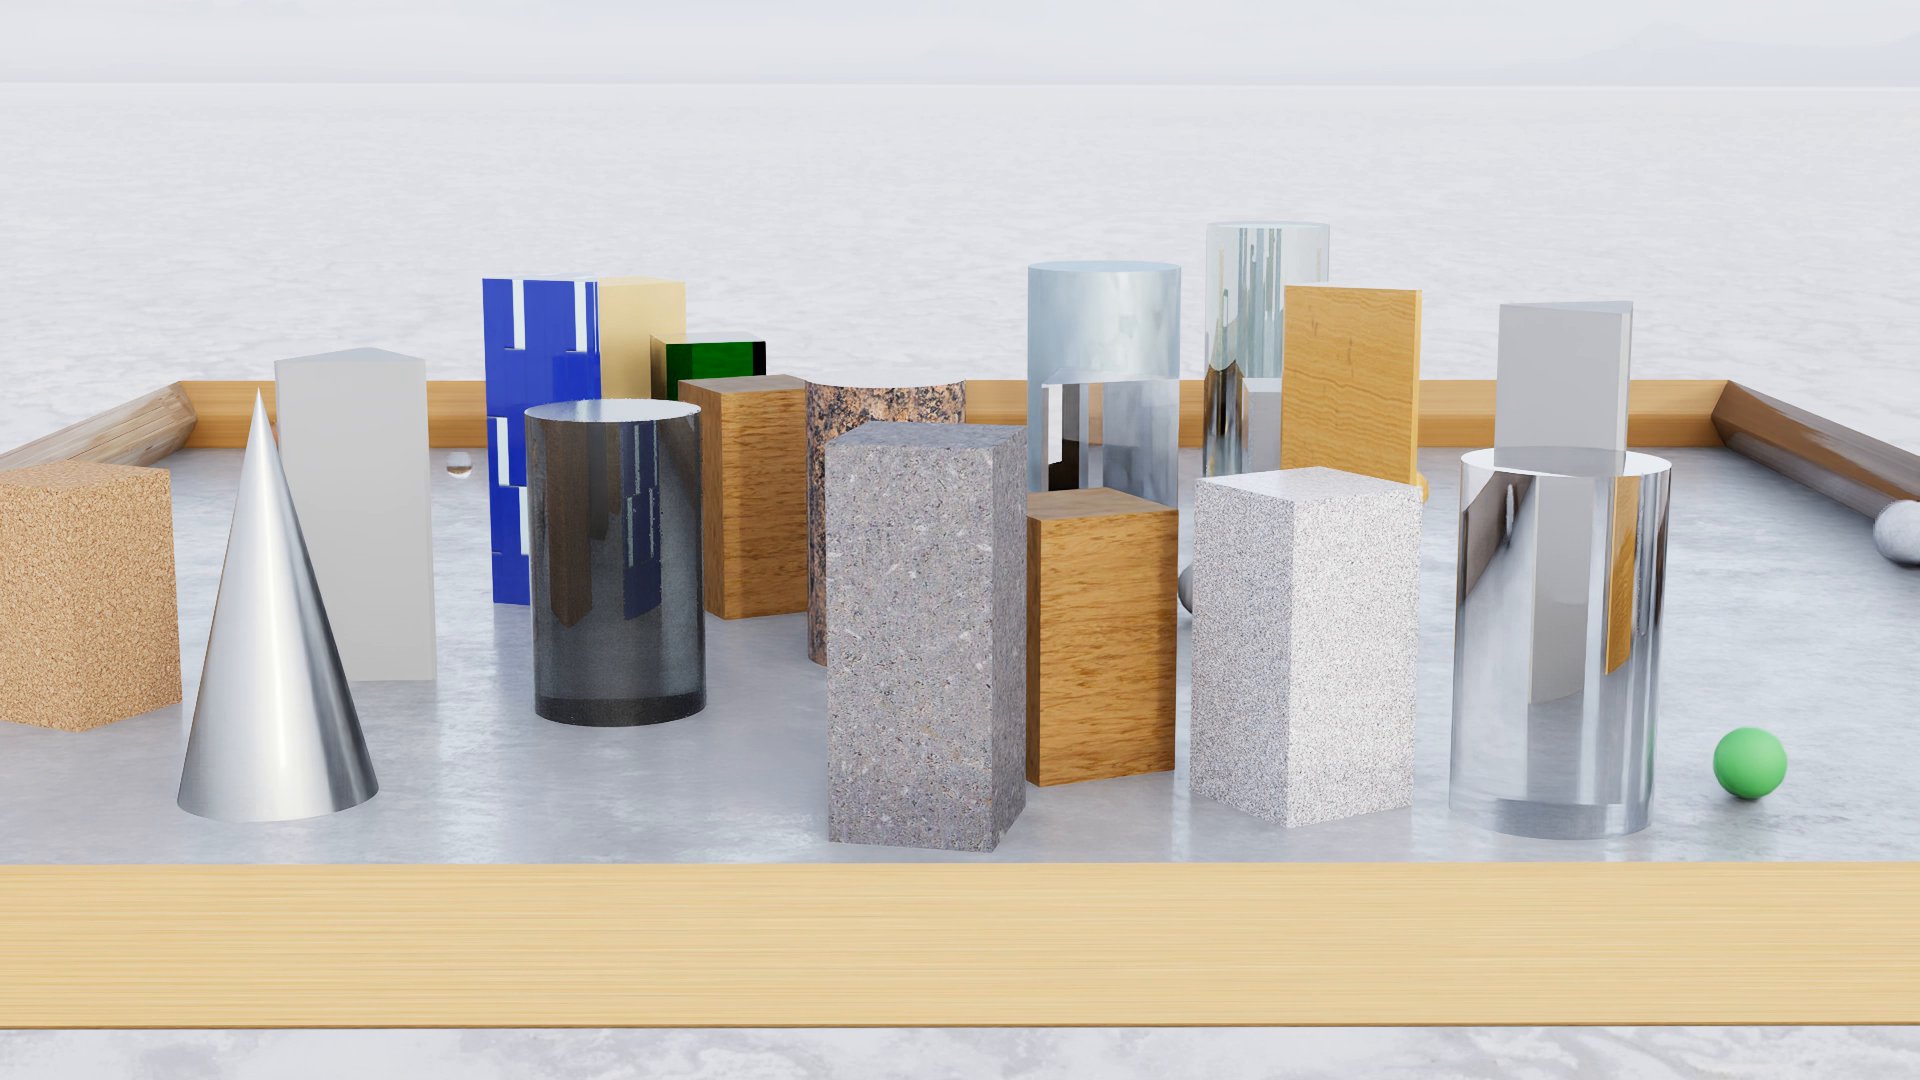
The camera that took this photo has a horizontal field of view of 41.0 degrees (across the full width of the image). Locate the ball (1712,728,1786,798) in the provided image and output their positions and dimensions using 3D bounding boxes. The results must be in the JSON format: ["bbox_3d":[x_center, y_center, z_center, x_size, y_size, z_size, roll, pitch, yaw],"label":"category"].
[{"bbox_3d":[0.793,0.224,2.578,0.072,0.072,0.072,0,10,0],"label":"ball"}]

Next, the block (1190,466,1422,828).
[{"bbox_3d":[0.343,0.102,2.557,0.158,0.321,0.158,-6,12,-31],"label":"block"}]

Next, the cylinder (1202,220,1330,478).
[{"bbox_3d":[0.496,-0.274,4.164,0.198,0.474,0.198,0,10,0],"label":"cylinder"}]

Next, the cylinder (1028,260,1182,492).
[{"bbox_3d":[0.186,-0.122,3.352,0.198,0.471,0.198,0,10,0],"label":"cylinder"}]

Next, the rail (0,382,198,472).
[{"bbox_3d":[-1.467,0.035,3.440,0.045,0.129,3.040,0,10,0],"label":"rail"}]

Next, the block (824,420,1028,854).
[{"bbox_3d":[-0.030,0.088,2.461,0.158,0.382,0.158,2,11,13],"label":"block"}]

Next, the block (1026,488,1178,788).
[{"bbox_3d":[0.120,0.098,2.699,0.158,0.276,0.158,-5,12,-24],"label":"block"}]

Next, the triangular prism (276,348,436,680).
[{"bbox_3d":[-0.722,-0.035,3.117,0.172,0.385,0.149,-1,11,-4],"label":"triangular prism"}]

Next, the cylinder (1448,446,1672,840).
[{"bbox_3d":[0.584,0.096,2.508,0.198,0.350,0.198,0,10,0],"label":"cylinder"}]

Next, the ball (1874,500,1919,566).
[{"bbox_3d":[1.398,-0.010,3.779,0.095,0.095,0.095,0,10,0],"label":"ball"}]

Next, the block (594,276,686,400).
[{"bbox_3d":[-0.568,-0.253,4.339,0.158,0.369,0.158,-7,13,-33],"label":"block"}]

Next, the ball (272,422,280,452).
[{"bbox_3d":[-1.283,-0.197,4.881,0.062,0.062,0.062,0,10,0],"label":"ball"}]

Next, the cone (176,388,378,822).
[{"bbox_3d":[-0.690,0.053,2.562,0.198,0.415,0.198,0,10,0],"label":"cone"}]

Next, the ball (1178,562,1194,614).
[{"bbox_3d":[0.330,0.064,3.419,0.080,0.080,0.080,0,10,0],"label":"ball"}]

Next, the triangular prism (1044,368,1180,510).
[{"bbox_3d":[0.153,-0.019,3.088,0.172,0.364,0.149,-4,11,-20],"label":"triangular prism"}]

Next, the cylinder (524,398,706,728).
[{"bbox_3d":[-0.391,0.022,2.926,0.198,0.343,0.198,0,10,0],"label":"cylinder"}]

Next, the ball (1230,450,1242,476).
[{"bbox_3d":[0.504,-0.126,4.484,0.068,0.068,0.068,0,10,0],"label":"ball"}]

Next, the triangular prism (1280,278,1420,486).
[{"bbox_3d":[0.511,-0.096,3.250,0.172,0.458,0.149,5,12,25],"label":"triangular prism"}]

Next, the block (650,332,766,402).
[{"bbox_3d":[-0.403,-0.176,4.118,0.158,0.299,0.158,-3,11,-16],"label":"block"}]

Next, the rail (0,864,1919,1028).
[{"bbox_3d":[0.009,0.305,1.977,2.982,0.129,0.045,0,10,0],"label":"rail"}]

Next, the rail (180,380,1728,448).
[{"bbox_3d":[-0.009,-0.239,4.920,2.982,0.129,0.045,0,10,0],"label":"rail"}]

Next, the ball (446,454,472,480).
[{"bbox_3d":[-0.892,-0.131,4.571,0.046,0.046,0.046,0,10,0],"label":"ball"}]

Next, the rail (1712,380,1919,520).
[{"bbox_3d":[1.467,0.032,3.457,0.045,0.129,3.040,0,10,0],"label":"rail"}]

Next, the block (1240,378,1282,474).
[{"bbox_3d":[0.476,-0.073,3.588,0.158,0.289,0.158,1,11,3],"label":"block"}]

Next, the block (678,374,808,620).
[{"bbox_3d":[-0.278,-0.062,3.488,0.158,0.303,0.158,-5,12,-27],"label":"block"}]

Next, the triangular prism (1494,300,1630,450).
[{"bbox_3d":[0.752,-0.059,3.075,0.149,0.447,0.172,-10,15,-44],"label":"triangular prism"}]

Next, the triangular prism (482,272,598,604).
[{"bbox_3d":[-0.537,-0.141,3.527,0.172,0.445,0.149,4,11,19],"label":"triangular prism"}]

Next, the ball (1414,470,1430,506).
[{"bbox_3d":[0.737,-0.081,4.230,0.072,0.072,0.072,0,10,0],"label":"ball"}]

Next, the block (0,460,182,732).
[{"bbox_3d":[-1.008,0.060,2.916,0.158,0.272,0.158,5,12,27],"label":"block"}]

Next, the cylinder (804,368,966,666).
[{"bbox_3d":[-0.091,-0.028,3.181,0.198,0.348,0.198,0,10,0],"label":"cylinder"}]
